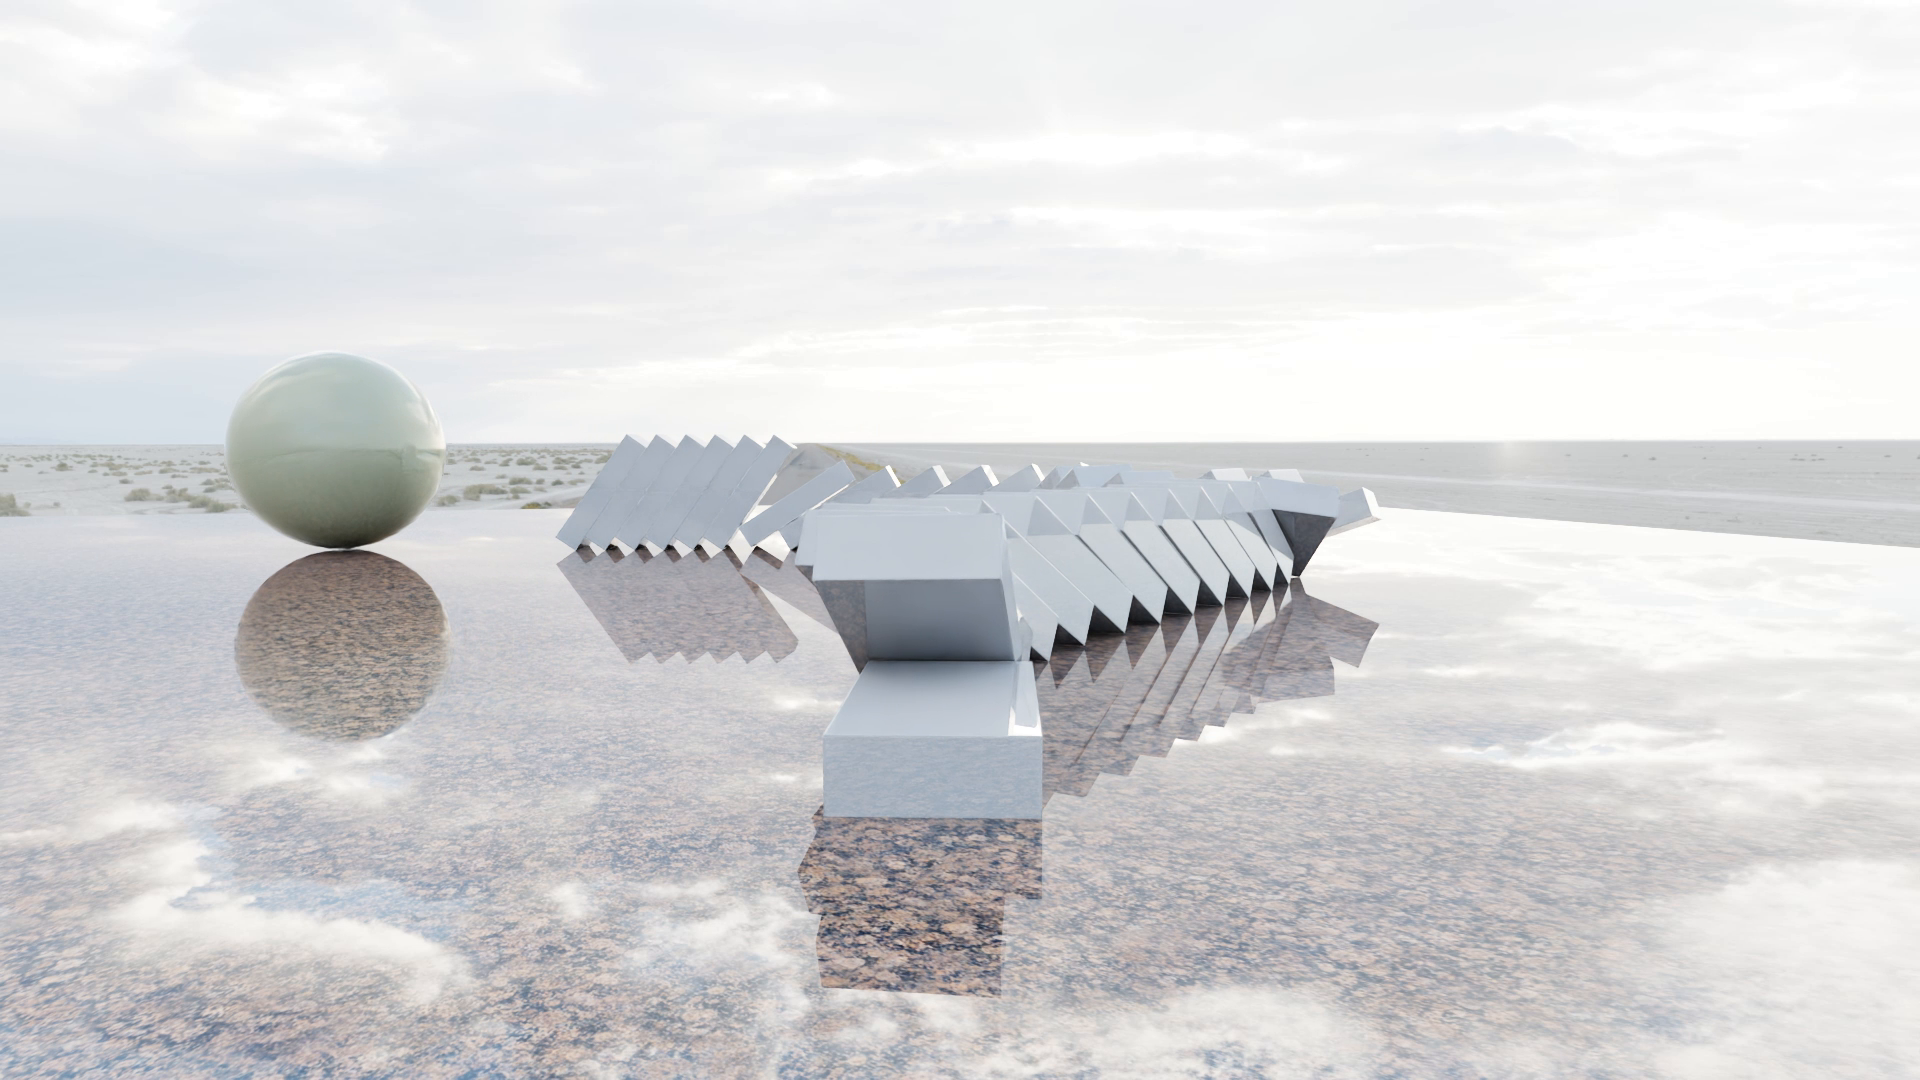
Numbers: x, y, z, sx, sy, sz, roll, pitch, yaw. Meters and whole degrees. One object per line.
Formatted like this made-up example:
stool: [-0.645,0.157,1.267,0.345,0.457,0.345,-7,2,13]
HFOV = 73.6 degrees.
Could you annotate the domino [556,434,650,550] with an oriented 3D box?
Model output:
domino: [-0.144,-0.020,0.522,0.009,0.050,0.025,35,1,-6]

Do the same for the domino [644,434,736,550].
domino: [-0.109,-0.020,0.524,0.009,0.050,0.025,35,2,-6]

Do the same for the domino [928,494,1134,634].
domino: [0.015,0.006,0.274,0.025,0.009,0.050,2,-24,33]

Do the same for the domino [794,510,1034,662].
domino: [-0.006,0.010,0.216,0.025,0.009,0.050,1,-24,18]

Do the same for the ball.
ball: [-0.250,-0.036,0.517,0.080,0.080,0.080,0,4,0]

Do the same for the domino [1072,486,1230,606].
domino: [0.048,0.002,0.324,0.025,0.009,0.050,3,-23,31]

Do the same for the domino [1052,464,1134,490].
domino: [0.040,-0.010,0.461,0.025,0.010,0.050,-6,-25,-31]

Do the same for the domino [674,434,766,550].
domino: [-0.097,-0.020,0.525,0.010,0.050,0.025,35,1,-6]

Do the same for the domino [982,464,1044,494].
domino: [0.011,-0.013,0.515,0.050,0.009,0.025,-30,-3,8]

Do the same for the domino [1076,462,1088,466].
domino: [0.030,-0.013,0.510,0.050,0.009,0.025,-31,-6,12]

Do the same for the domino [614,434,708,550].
domino: [-0.120,-0.020,0.524,0.009,0.050,0.025,35,1,-6]

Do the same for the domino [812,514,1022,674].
domino: [-0.005,0.011,0.192,0.025,0.010,0.050,-1,-25,6]

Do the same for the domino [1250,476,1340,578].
domino: [0.096,-0.003,0.390,0.025,0.009,0.050,8,-21,5]

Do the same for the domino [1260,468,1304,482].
domino: [0.090,-0.007,0.432,0.050,0.009,0.025,-34,-16,32]

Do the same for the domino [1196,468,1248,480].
domino: [0.074,-0.008,0.440,0.050,0.009,0.025,-35,-16,32]

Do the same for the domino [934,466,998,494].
domino: [-0.009,-0.013,0.517,0.050,0.009,0.025,-30,-1,8]

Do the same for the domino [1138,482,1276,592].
domino: [0.069,-0.001,0.358,0.025,0.009,0.050,2,-24,31]

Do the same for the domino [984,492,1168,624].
domino: [0.026,0.005,0.291,0.025,0.010,0.050,2,-23,31]

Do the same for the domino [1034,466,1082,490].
domino: [0.036,-0.011,0.481,0.025,0.009,0.050,-2,-27,-30]

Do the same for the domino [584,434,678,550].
domino: [-0.132,-0.020,0.523,0.010,0.050,0.025,35,1,-6]

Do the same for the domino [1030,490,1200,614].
domino: [0.037,0.003,0.308,0.025,0.009,0.050,3,-23,31]

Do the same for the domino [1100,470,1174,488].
domino: [0.050,-0.008,0.446,0.025,0.009,0.050,-3,-25,-38]

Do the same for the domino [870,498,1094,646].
domino: [0.005,0.007,0.257,0.025,0.009,0.050,2,-24,33]

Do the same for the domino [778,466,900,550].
domino: [-0.049,-0.013,0.524,0.050,0.009,0.025,-30,4,2]

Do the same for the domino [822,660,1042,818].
domino: [-0.002,0.025,0.171,0.025,0.009,0.050,0,4,2]

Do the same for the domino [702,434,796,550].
domino: [-0.086,-0.020,0.525,0.009,0.050,0.025,35,1,-6]

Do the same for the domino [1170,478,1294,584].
domino: [0.079,-0.002,0.375,0.025,0.009,0.050,4,-23,28]

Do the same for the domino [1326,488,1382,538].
domino: [0.112,-0.004,0.424,0.050,0.009,0.025,-20,-10,23]

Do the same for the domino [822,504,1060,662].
domino: [-0.003,0.009,0.239,0.025,0.009,0.050,2,-23,30]

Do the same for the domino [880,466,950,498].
domino: [-0.029,-0.013,0.521,0.050,0.009,0.025,-30,1,7]

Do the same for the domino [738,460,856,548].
domino: [-0.066,-0.015,0.527,0.050,0.010,0.025,-33,4,-2]

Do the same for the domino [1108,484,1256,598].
domino: [0.059,0.001,0.341,0.025,0.009,0.050,3,-23,31]
